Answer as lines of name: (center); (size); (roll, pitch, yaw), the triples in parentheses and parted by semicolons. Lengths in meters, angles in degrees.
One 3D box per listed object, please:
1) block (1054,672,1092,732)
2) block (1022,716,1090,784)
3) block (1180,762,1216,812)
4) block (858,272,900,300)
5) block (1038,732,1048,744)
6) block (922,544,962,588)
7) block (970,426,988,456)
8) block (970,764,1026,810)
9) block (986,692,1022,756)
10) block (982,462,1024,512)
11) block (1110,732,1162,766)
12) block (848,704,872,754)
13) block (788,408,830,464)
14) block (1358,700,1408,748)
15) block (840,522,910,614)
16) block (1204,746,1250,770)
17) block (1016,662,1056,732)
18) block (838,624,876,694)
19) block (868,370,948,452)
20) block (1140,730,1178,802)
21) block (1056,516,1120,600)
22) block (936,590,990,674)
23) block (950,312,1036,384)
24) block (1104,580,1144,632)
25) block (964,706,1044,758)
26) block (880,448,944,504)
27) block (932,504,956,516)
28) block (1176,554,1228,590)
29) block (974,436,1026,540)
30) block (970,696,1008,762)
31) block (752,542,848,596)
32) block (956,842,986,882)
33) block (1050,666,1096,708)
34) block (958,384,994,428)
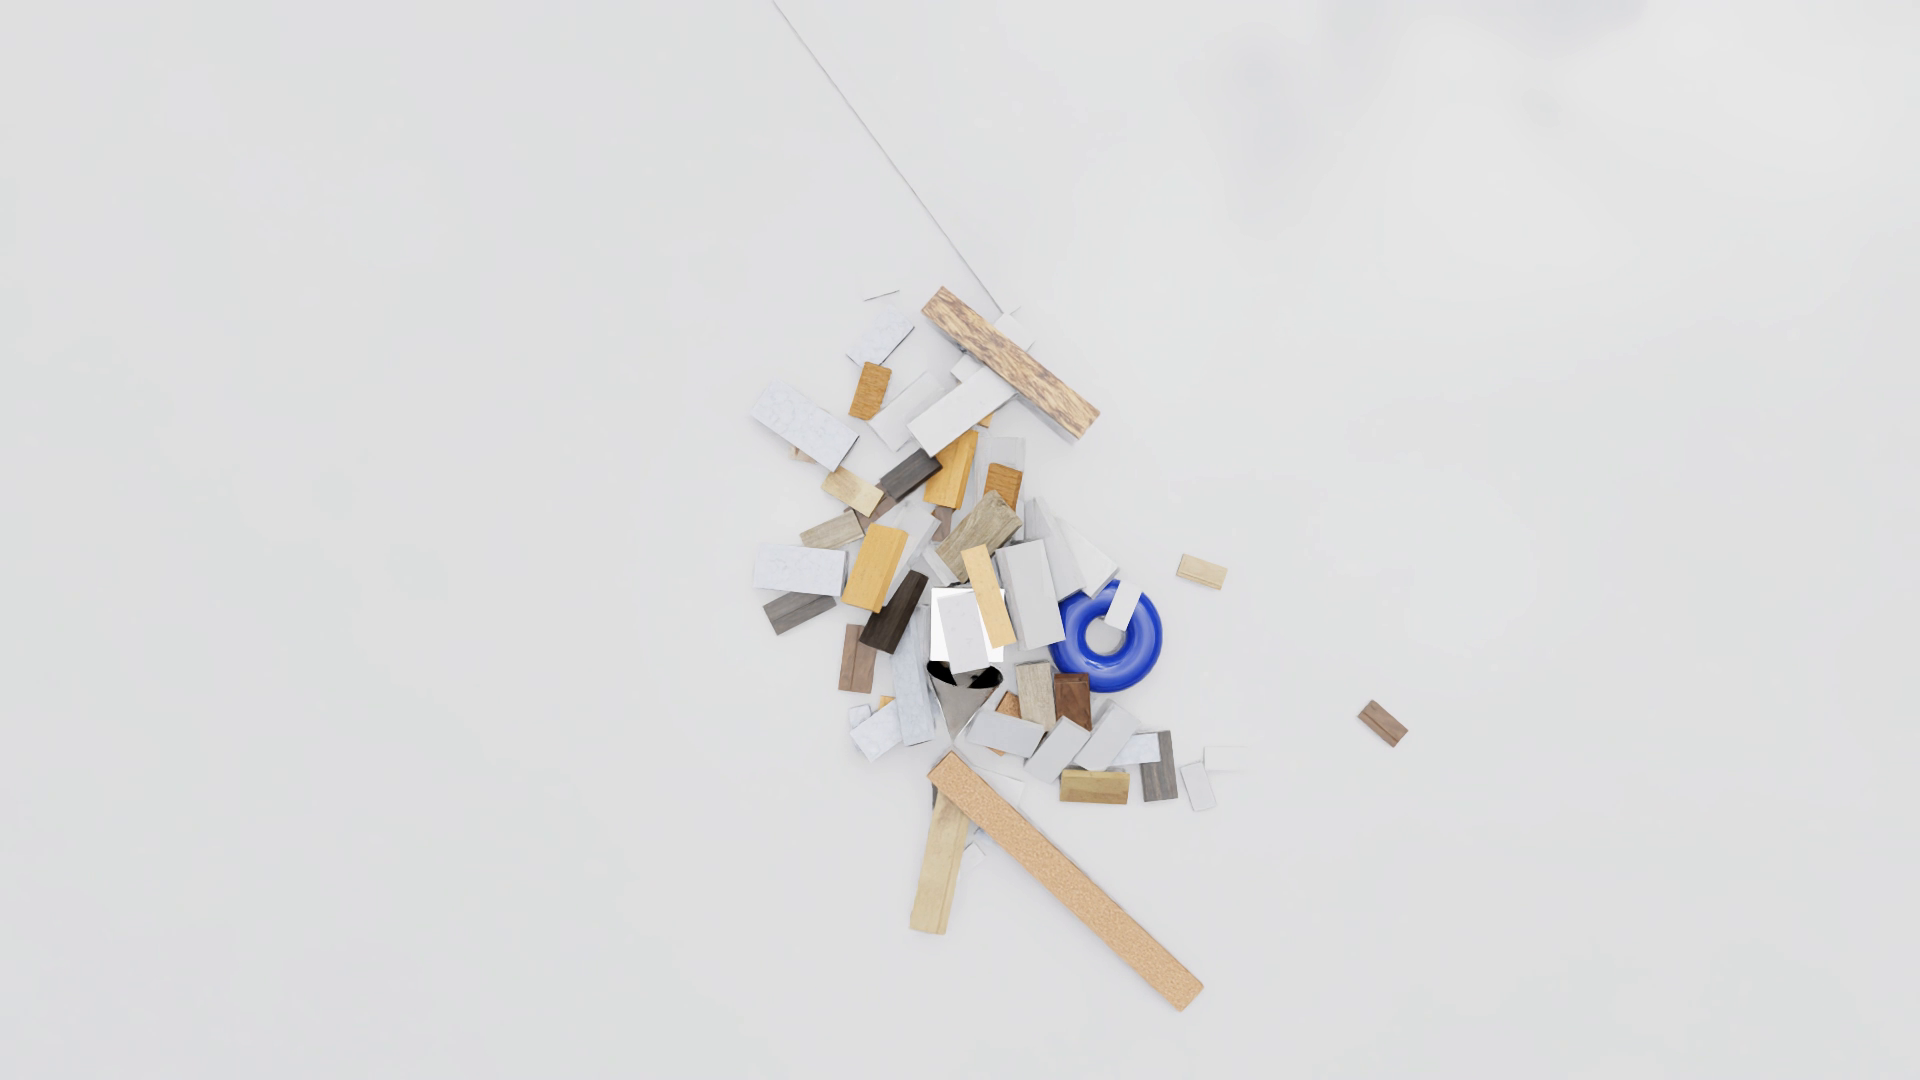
block: (0.372, 0.544, 5.409); (0.112, 0.032, 0.225); (-3, 113, 5)
block: (0.318, 0.693, 5.436); (0.112, 0.032, 0.223); (32, 110, -13)
block: (0.793, 0.818, 5.479); (0.076, 0.021, 0.151); (-19, 90, 17)
block: (-0.270, -0.844, 5.491); (0.125, 0.018, 0.063); (-16, 90, 0)
block: (0.287, 0.649, 5.487); (0.185, 0.026, 0.093); (-31, 90, 0)
block: (-0.061, 0.083, 5.435); (0.023, 0.081, 0.163); (-47, 69, 29)
block: (0.055, -0.346, 5.489); (0.077, 0.022, 0.155); (-24, 90, 0)
block: (0.109, 0.822, 5.486); (0.193, 0.027, 0.096); (18, 90, 0)
block: (0.147, 0.609, 5.462); (0.096, 0.027, 0.193); (33, 80, -9)
block: (0.129, -0.130, 5.354); (0.110, 0.031, 0.221); (20, 109, 27)
block: (0.567, 0.693, 5.461); (0.185, 0.026, 0.093); (-8, 90, 16)
block: (-0.321, 0.627, 5.477); (0.074, 0.021, 0.148); (-13, 85, 11)
block: (-0.504, -0.353, 5.487); (0.093, 0.026, 0.185); (14, 90, 0)
block: (1.407, 0.611, 5.489); (0.155, 0.022, 0.077); (41, 90, 0)
block: (-0.280, 0.091, 5.417); (0.140, 0.040, 0.280); (13, 78, 37)
block: (0.889, 0.727, 5.489); (0.151, 0.021, 0.076); (0, 90, 0)
block: (0.252, 0.519, 5.436); (0.113, 0.032, 0.225); (-7, 94, 5)
block: (-0.336, 0.395, 5.484); (0.110, 0.031, 0.221); (8, 90, 0)
block: (-0.164, -0.428, 5.465); (0.263, 0.037, 0.131); (-41, 105, 0)
block: (0.655, 0.751, 5.484); (0.113, 0.032, 0.225); (-7, 90, 0)
block: (0.380, 0.059, 5.417); (0.136, 0.039, 0.277); (-47, 64, -3)
block: (0.010, 0.294, 5.241); (0.122, 0.035, 0.245); (-11, 97, 1)
block: (0.109, -0.606, 5.438); (0.136, 0.039, 0.273); (43, 85, 2)
block: (0.531, 0.213, 5.365); (0.076, 0.021, 0.151); (23, 87, 4)
block: (0.146, 0.631, 5.395); (0.234, 0.033, 0.117); (17, 117, -16)
block: (-0.162, -0.219, 5.444); (0.194, 0.027, 0.097); (-37, 65, -3)
block: (-0.052, -0.099, 5.492); (0.058, 0.016, 0.115); (37, 90, 0)
block: (0.805, 0.106, 5.489); (0.155, 0.022, 0.077); (19, 90, 0)
block: (0.129, -0.171, 5.417); (0.167, 0.047, 0.335); (4, 96, 36)
block: (0.088, 0.628, 5.486); (0.096, 0.027, 0.193); (-16, 90, 0)
block: (-0.527, 0.098, 5.448); (0.298, 0.042, 0.149); (6, 86, 10)
block: (0.018, 1.070, 5.490); (0.129, 0.018, 0.064); (-41, 90, 1)
block: (0.352, 0.510, 5.474); (0.185, 0.026, 0.093); (36, 74, 0)
block: (0.070, -0.521, 5.467); (0.136, 0.039, 0.273); (17, 84, 0)
